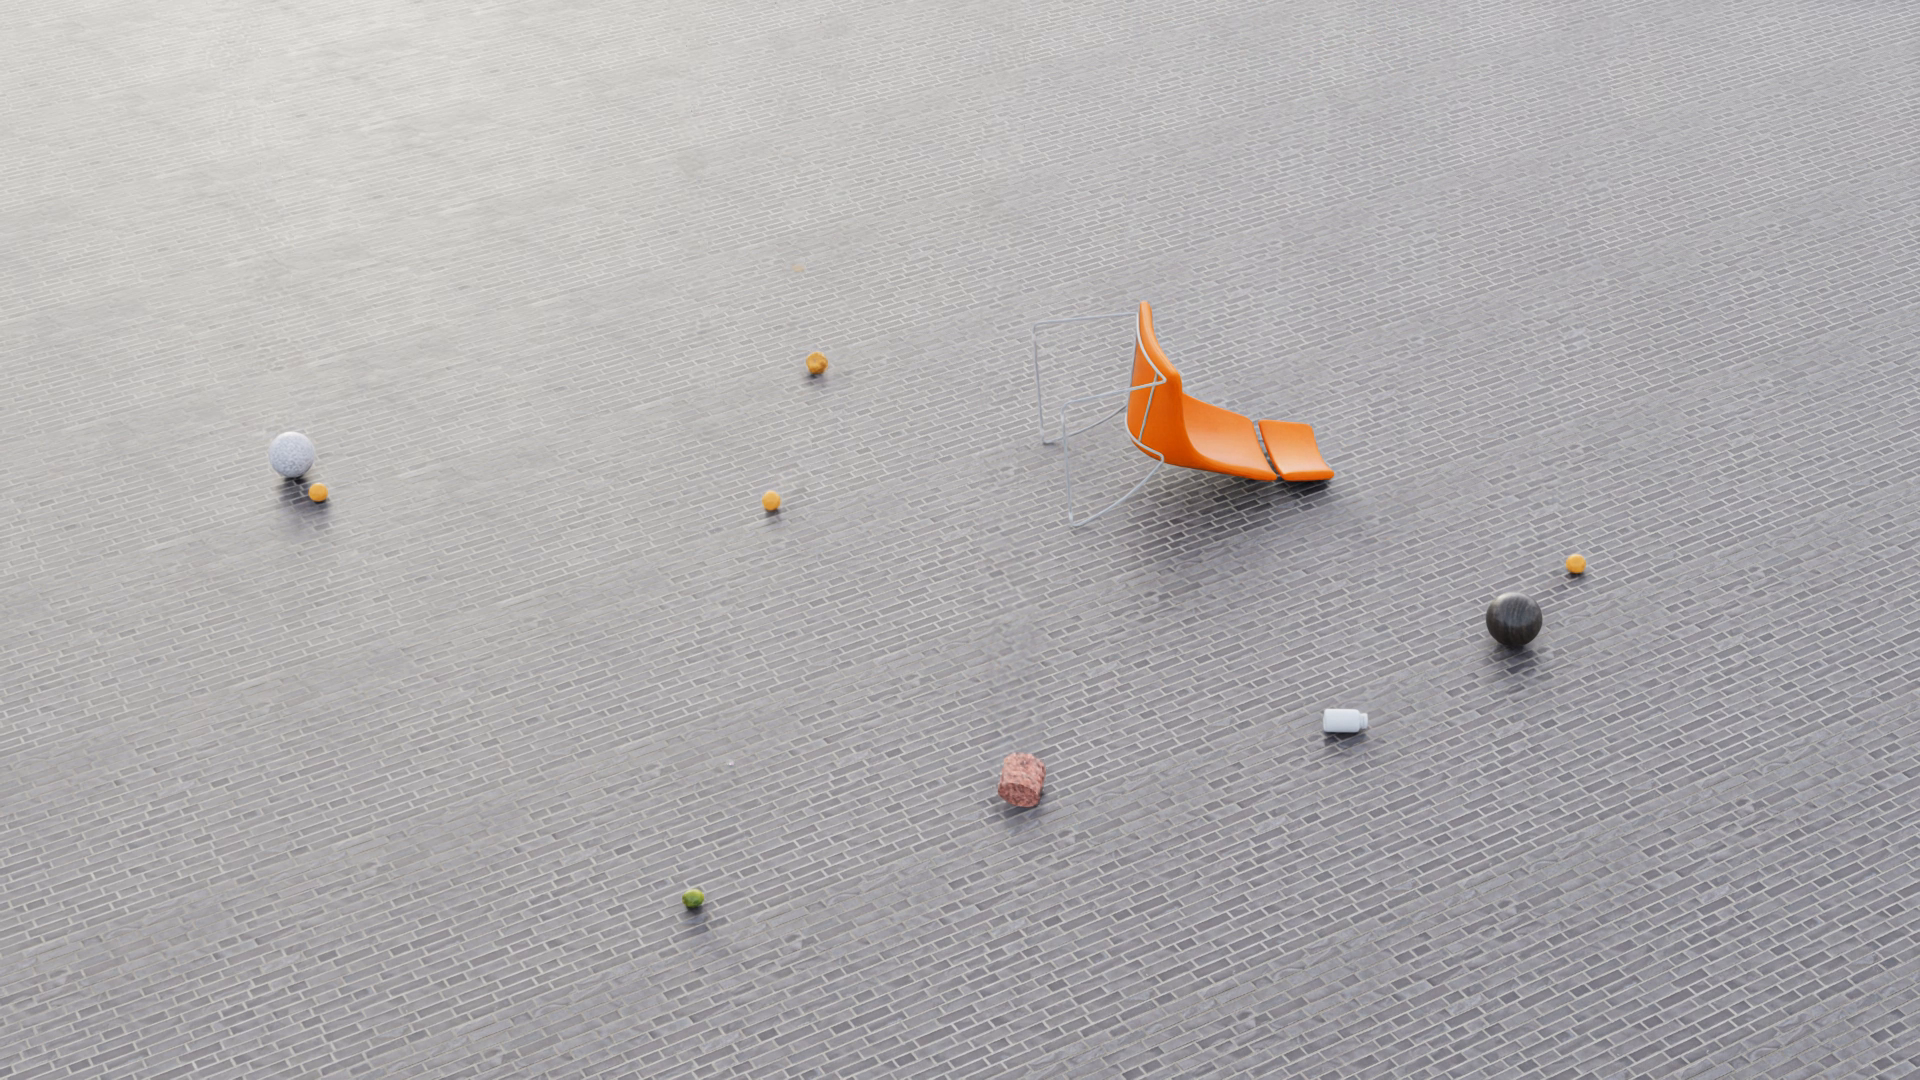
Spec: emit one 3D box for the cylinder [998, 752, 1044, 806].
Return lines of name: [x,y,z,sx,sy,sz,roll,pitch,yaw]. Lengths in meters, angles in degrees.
cylinder: [0.203,0.789,9.661,0.138,0.088,0.163,18,34,-2]

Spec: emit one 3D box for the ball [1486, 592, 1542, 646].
ball: [1.954,0.279,10.342,0.197,0.197,0.197,0,33,0]

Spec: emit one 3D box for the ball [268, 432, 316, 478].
ball: [-2.572,-0.329,11.282,0.177,0.177,0.177,0,33,0]
